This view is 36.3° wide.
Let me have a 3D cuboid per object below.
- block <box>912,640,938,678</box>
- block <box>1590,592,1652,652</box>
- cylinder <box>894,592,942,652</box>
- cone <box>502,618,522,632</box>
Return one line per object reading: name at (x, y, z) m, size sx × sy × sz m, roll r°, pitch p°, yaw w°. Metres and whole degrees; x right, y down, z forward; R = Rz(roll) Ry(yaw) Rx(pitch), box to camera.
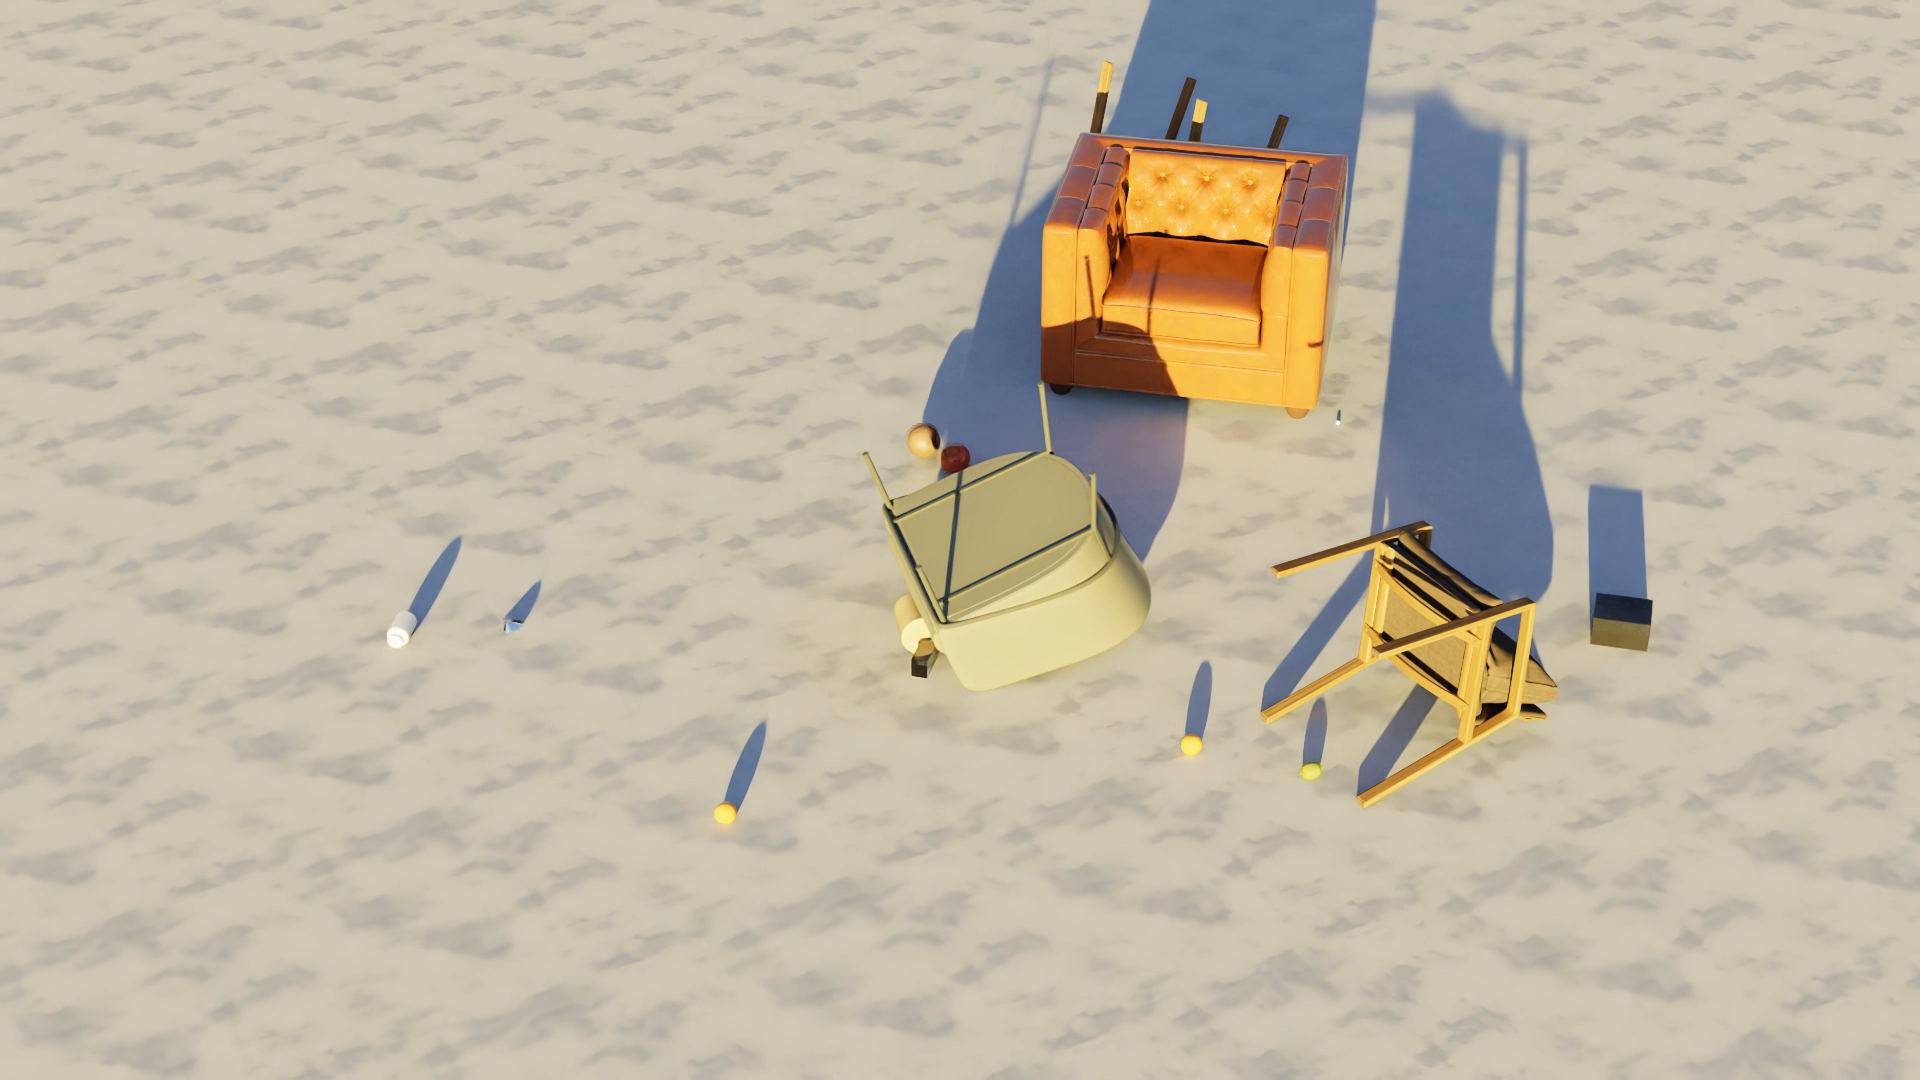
block at (-0.125, 0.416, 10.249) m, size 0.058 × 0.071 × 0.124 m, roll 9°, pitch 34°, yaw 13°
block at (2.347, 0.291, 10.399) m, size 0.197 × 0.114 × 0.161 m, roll 7°, pitch 34°, yaw 11°
cylinder at (-0.148, 0.291, 10.364) m, size 0.147 × 0.153 × 0.170 m, roll -19°, pitch 35°, yaw 1°
cone at (-1.616, 0.294, 10.481) m, size 0.073 × 0.040 × 0.091 m, roll -21°, pitch 26°, yaw -26°
